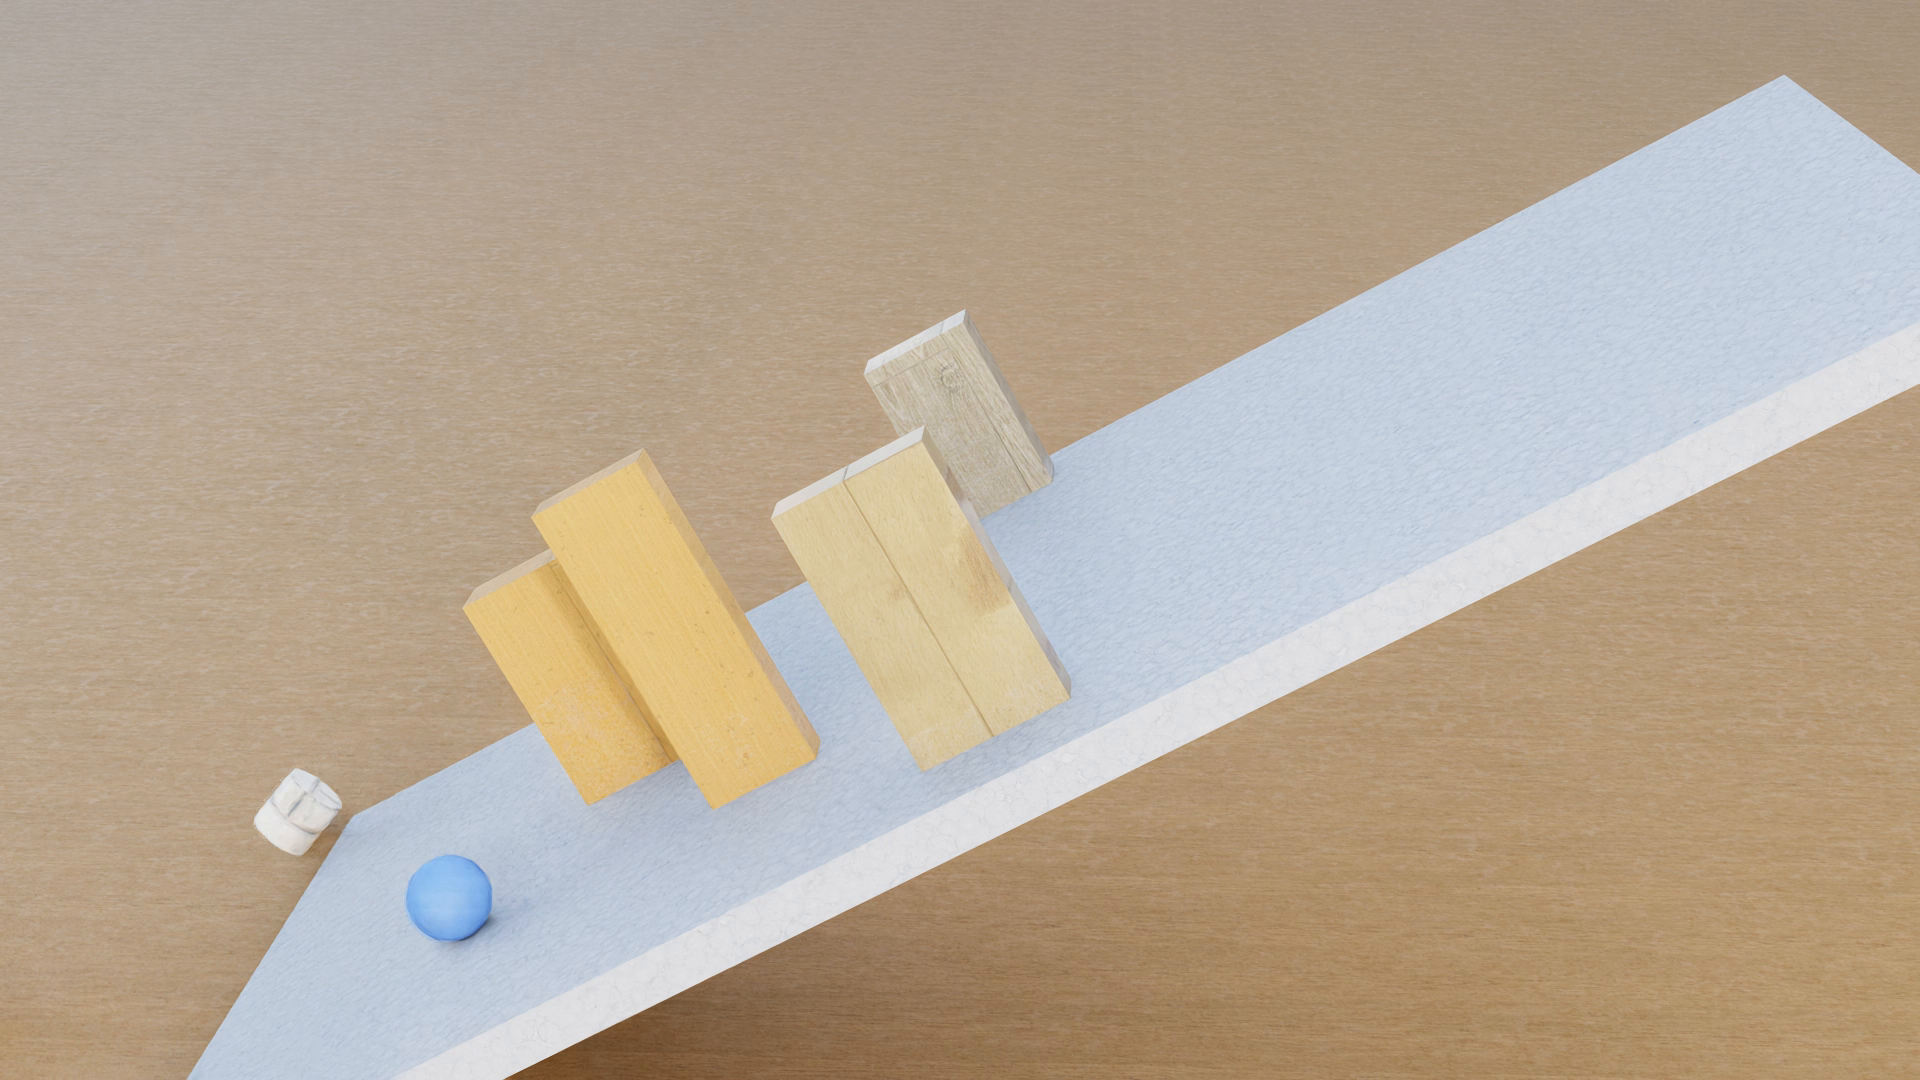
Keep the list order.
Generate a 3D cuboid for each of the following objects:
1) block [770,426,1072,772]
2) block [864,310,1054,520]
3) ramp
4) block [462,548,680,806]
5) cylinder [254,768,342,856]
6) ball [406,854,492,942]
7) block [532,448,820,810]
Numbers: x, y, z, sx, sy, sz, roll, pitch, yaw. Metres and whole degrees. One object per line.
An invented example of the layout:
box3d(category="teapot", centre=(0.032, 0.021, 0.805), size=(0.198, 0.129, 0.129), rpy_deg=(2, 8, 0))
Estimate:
box3d(category="block", centre=(-0.068, 0.113, 5.513), size=(0.319, 0.571, 0.102), rpy_deg=(-27, 14, 11))
box3d(category="block", centre=(0.001, -0.284, 7.008), size=(0.267, 0.440, 0.137), rpy_deg=(-27, 14, 11))
box3d(category="ramp", centre=(0.142, 0.167, 6.283), size=(4.000, 0.100, 2.000), rpy_deg=(-27, 14, 11))
box3d(category="block", centre=(-0.781, 0.261, 6.513), size=(0.398, 0.529, 0.136), rpy_deg=(-27, 14, 11))
box3d(category="cylinder", centre=(-1.667, 0.686, 7.404), size=(0.156, 0.156, 0.156), rpy_deg=(39, 6, -5))
box3d(category="ball", centre=(-1.063, 0.746, 6.126), size=(0.179, 0.179, 0.179), rpy_deg=(0, 18, 0))
box3d(category="block", centre=(-0.571, 0.185, 5.974), size=(0.246, 0.716, 0.097), rpy_deg=(-27, 14, 11))
